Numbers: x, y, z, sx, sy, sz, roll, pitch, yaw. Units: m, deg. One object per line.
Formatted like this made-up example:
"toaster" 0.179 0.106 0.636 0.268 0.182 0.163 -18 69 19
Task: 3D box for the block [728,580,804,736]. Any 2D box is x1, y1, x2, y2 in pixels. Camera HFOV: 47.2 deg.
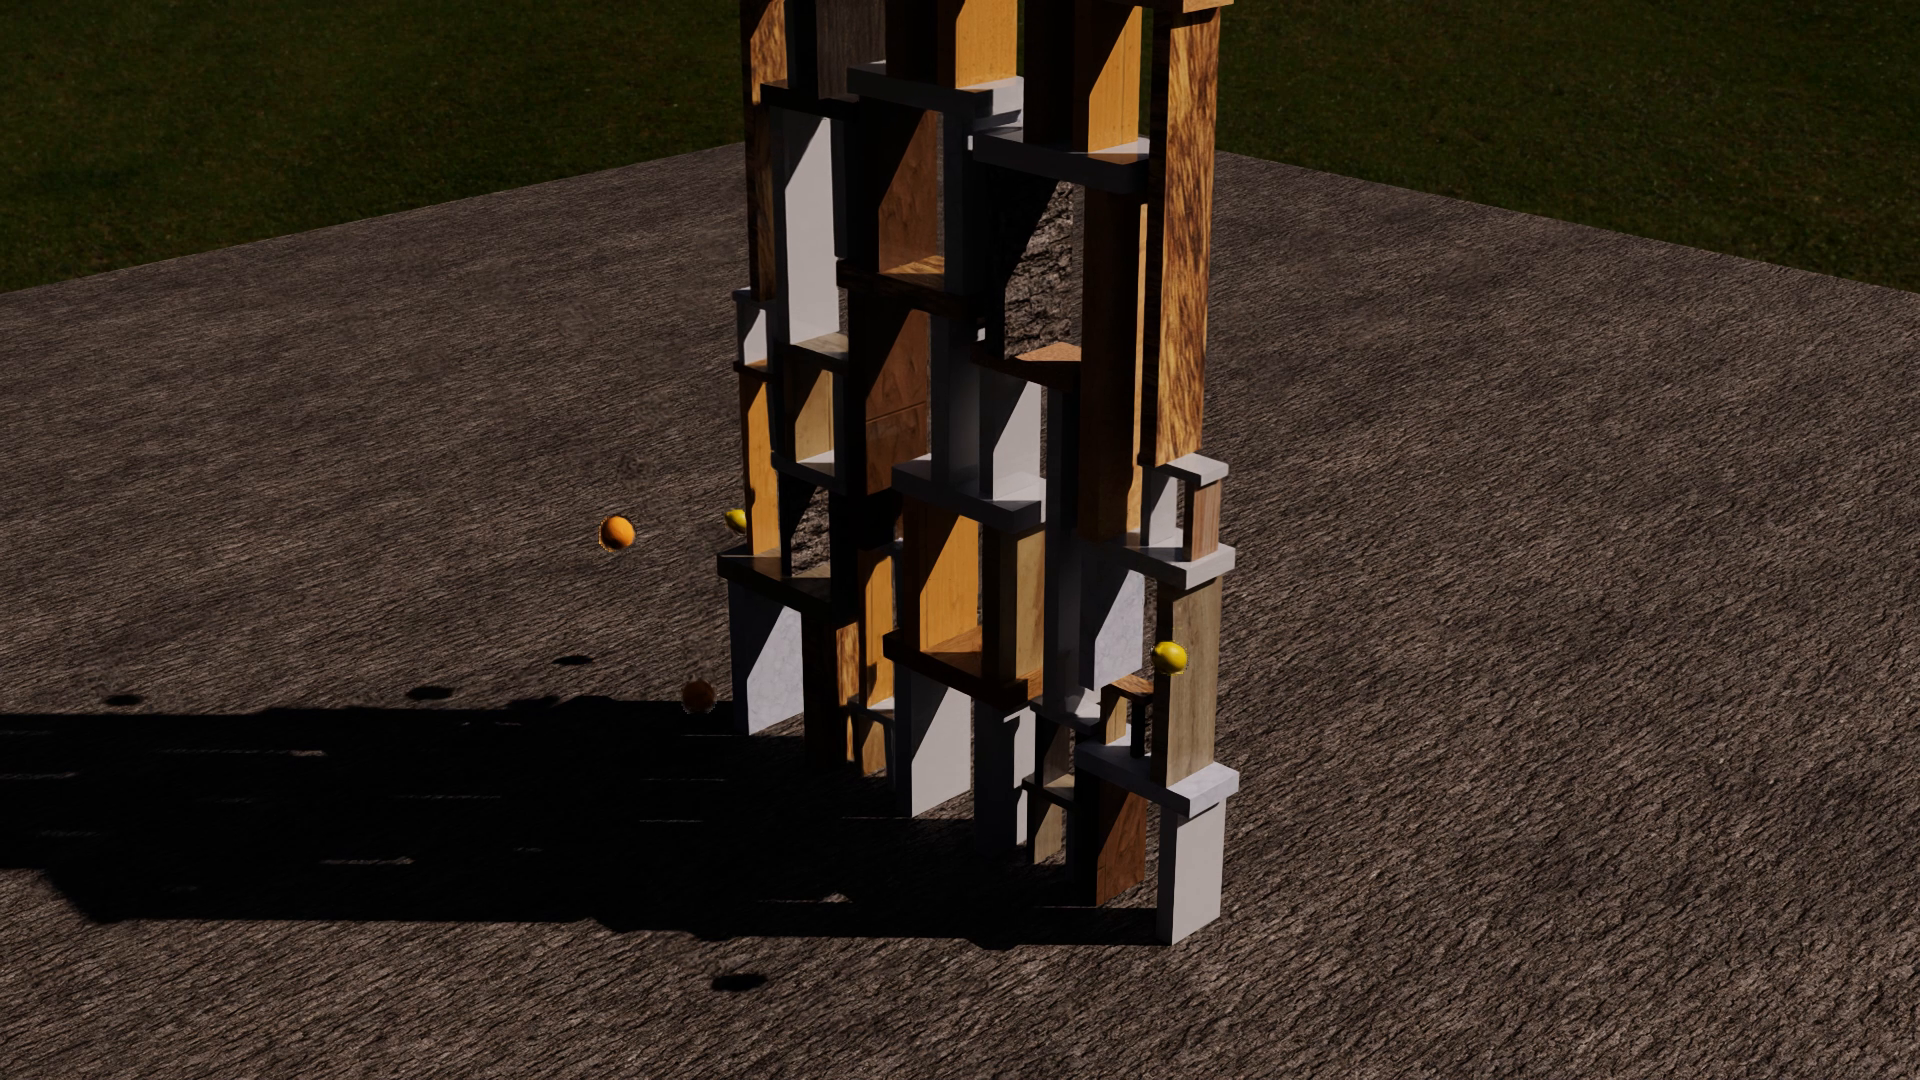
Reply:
"block" -0.412 0.229 4.769 0.050 0.353 0.176 21 31 41

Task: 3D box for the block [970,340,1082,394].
"block" 0.150 -0.319 3.921 0.125 0.035 0.250 -21 31 -40

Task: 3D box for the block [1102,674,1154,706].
"block" 0.310 0.267 4.010 0.057 0.016 0.113 -21 31 -40

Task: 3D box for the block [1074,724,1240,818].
"block" 0.357 0.418 4.017 0.139 0.039 0.277 -21 31 -41

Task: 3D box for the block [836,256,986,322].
"block" -0.057 -0.477 4.076 0.329 0.047 0.164 21 31 40

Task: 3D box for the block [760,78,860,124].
"block" -0.241 -0.832 4.136 0.131 0.037 0.261 -21 31 -40

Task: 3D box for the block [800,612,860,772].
"block" -0.247 0.294 4.616 0.050 0.353 0.176 21 31 40

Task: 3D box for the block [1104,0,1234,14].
"block" 0.301 -0.883 3.518 0.249 0.035 0.125 21 31 41

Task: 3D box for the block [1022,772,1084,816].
"block" 0.200 0.479 4.212 0.153 0.022 0.077 21 31 40

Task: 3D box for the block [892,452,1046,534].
"block" 0.038 -0.097 4.139 0.319 0.045 0.159 21 31 41

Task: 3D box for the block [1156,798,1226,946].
"block" 0.422 0.589 4.018 0.039 0.277 0.139 21 31 41

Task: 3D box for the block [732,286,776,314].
"block" -0.392 -0.487 4.438 0.131 0.019 0.066 21 31 40

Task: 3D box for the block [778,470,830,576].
"block" -0.319 -0.048 4.552 0.032 0.228 0.114 21 31 41

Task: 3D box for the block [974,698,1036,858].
"block" 0.103 0.439 4.299 0.047 0.334 0.167 21 31 41

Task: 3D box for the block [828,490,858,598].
"block" -0.211 -0.007 4.454 0.032 0.228 0.114 21 31 40

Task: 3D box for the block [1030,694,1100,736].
"block" 0.213 0.323 4.138 0.151 0.021 0.076 21 31 40

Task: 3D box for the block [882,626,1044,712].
"block" 0.024 0.233 4.297 0.334 0.047 0.167 21 31 41

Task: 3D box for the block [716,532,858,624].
"block" -0.329 0.076 4.614 0.353 0.050 0.176 21 31 41

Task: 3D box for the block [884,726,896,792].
"block" -0.120 0.439 4.537 0.021 0.146 0.073 17 28 42

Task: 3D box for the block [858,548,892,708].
"block" -0.172 0.165 4.477 0.021 0.364 0.075 21 31 39

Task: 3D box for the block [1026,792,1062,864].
"block" 0.164 0.546 4.279 0.076 0.153 0.022 -21 31 -41

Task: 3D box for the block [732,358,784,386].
"block" -0.391 -0.347 4.495 0.141 0.020 0.071 21 31 40

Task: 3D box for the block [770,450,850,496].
"block" -0.265 -0.147 4.452 0.228 0.032 0.114 21 31 40

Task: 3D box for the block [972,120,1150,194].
"block" 0.203 -0.653 3.722 0.171 0.049 0.343 -21 31 -40

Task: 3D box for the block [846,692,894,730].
"block" -0.159 0.348 4.539 0.146 0.021 0.073 21 31 40

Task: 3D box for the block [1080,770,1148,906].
"block" 0.291 0.538 4.139 0.039 0.277 0.139 21 31 41

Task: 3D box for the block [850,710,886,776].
"block" -0.190 0.413 4.599 0.021 0.146 0.073 17 28 42

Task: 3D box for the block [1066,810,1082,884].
"block" 0.237 0.574 4.212 0.022 0.153 0.077 21 31 40

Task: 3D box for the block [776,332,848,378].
"block" -0.251 -0.372 4.340 0.219 0.031 0.109 21 31 40

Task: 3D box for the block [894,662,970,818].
"block" -0.054 0.377 4.444 0.047 0.334 0.167 21 31 41

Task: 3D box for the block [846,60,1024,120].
"block" -0.034 -0.809 3.918 0.320 0.045 0.160 21 31 40

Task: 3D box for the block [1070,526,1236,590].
"block" 0.337 0.014 3.862 0.132 0.037 0.265 -21 31 -40

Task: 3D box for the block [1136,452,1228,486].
"block" 0.379 -0.129 3.757 0.072 0.020 0.143 -21 31 -40

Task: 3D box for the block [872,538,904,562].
"block" -0.136 0.003 4.367 0.149 0.021 0.075 21 31 40
